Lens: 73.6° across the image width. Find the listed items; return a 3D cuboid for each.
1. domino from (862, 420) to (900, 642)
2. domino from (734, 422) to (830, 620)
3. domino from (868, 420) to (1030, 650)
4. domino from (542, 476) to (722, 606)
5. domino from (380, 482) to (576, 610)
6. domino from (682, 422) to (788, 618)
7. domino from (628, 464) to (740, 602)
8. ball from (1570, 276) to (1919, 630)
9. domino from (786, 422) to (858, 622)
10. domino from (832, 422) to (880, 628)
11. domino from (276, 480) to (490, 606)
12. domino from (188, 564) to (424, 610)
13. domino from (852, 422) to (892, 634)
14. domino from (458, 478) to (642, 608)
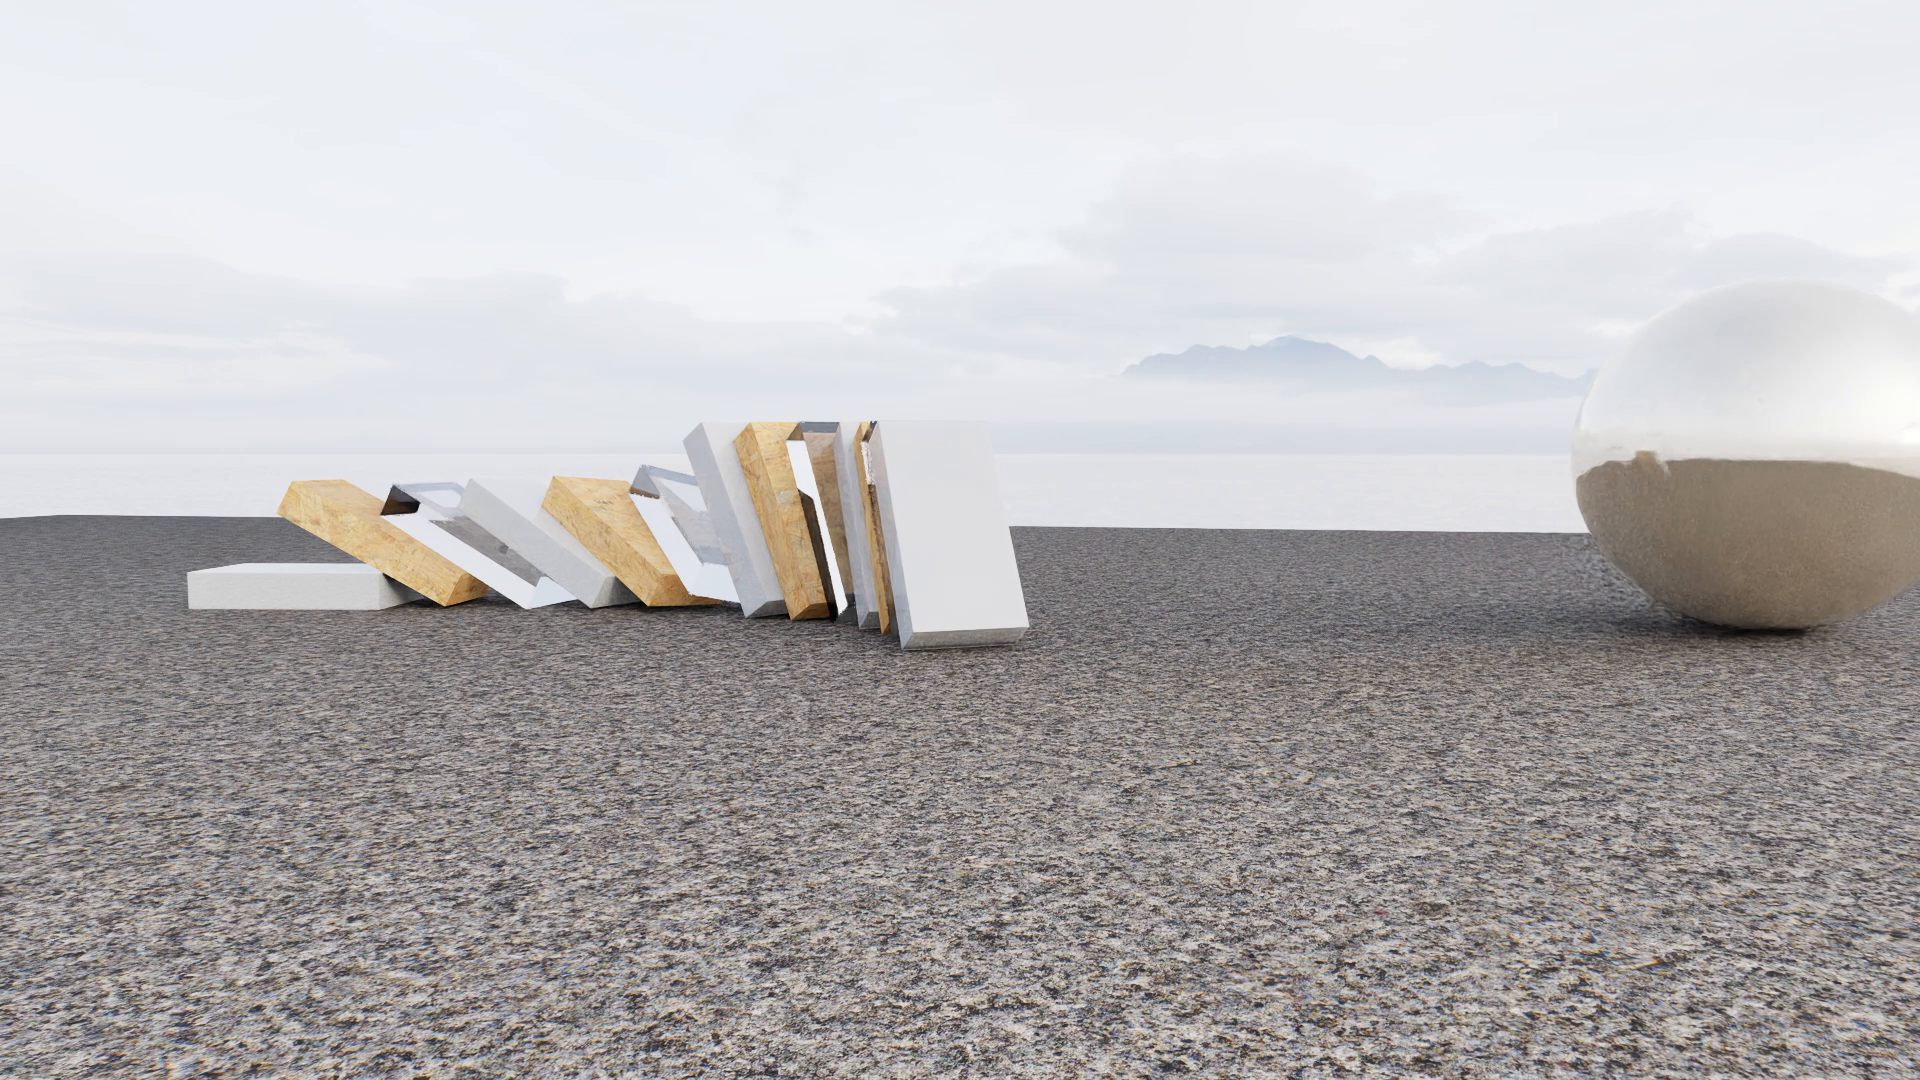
[{"bbox_3d":[-0.005,-0.003,0.286,0.025,0.050,0.009,-1,-27,-19],"label":"domino"},{"bbox_3d":[-0.037,-0.006,0.322,0.025,0.050,0.009,-4,-24,-42],"label":"domino"},{"bbox_3d":[-0.003,-0.002,0.275,0.025,0.050,0.009,-1,-27,-19],"label":"domino"},{"bbox_3d":[-0.086,0.000,0.342,0.050,0.009,0.025,36,19,30],"label":"domino"},{"bbox_3d":[-0.127,0.001,0.346,0.050,0.009,0.025,30,12,12],"label":"domino"},{"bbox_3d":[-0.050,-0.006,0.326,0.025,0.050,0.009,-5,-24,-48],"label":"domino"},{"bbox_3d":[-0.067,-0.002,0.340,0.025,0.010,0.050,13,23,-40],"label":"domino"},{"bbox_3d":[0.183,-0.019,0.292,0.080,0.080,0.080,0,4,0],"label":"ball"},{"bbox_3d":[-0.024,-0.005,0.316,0.025,0.050,0.010,-2,-26,-32],"label":"domino"},{"bbox_3d":[-0.014,-0.004,0.306,0.025,0.050,0.009,-1,-27,-19],"label":"domino"},{"bbox_3d":[-0.152,0.000,0.343,0.050,0.009,0.025,29,5,1],"label":"domino"},{"bbox_3d":[-0.174,0.012,0.342,0.050,0.010,0.025,0,4,2],"label":"domino"},{"bbox_3d":[-0.008,-0.004,0.297,0.025,0.050,0.009,-1,-27,-19],"label":"domino"},{"bbox_3d":[-0.107,0.000,0.345,0.050,0.009,0.025,33,14,17],"label":"domino"}]
